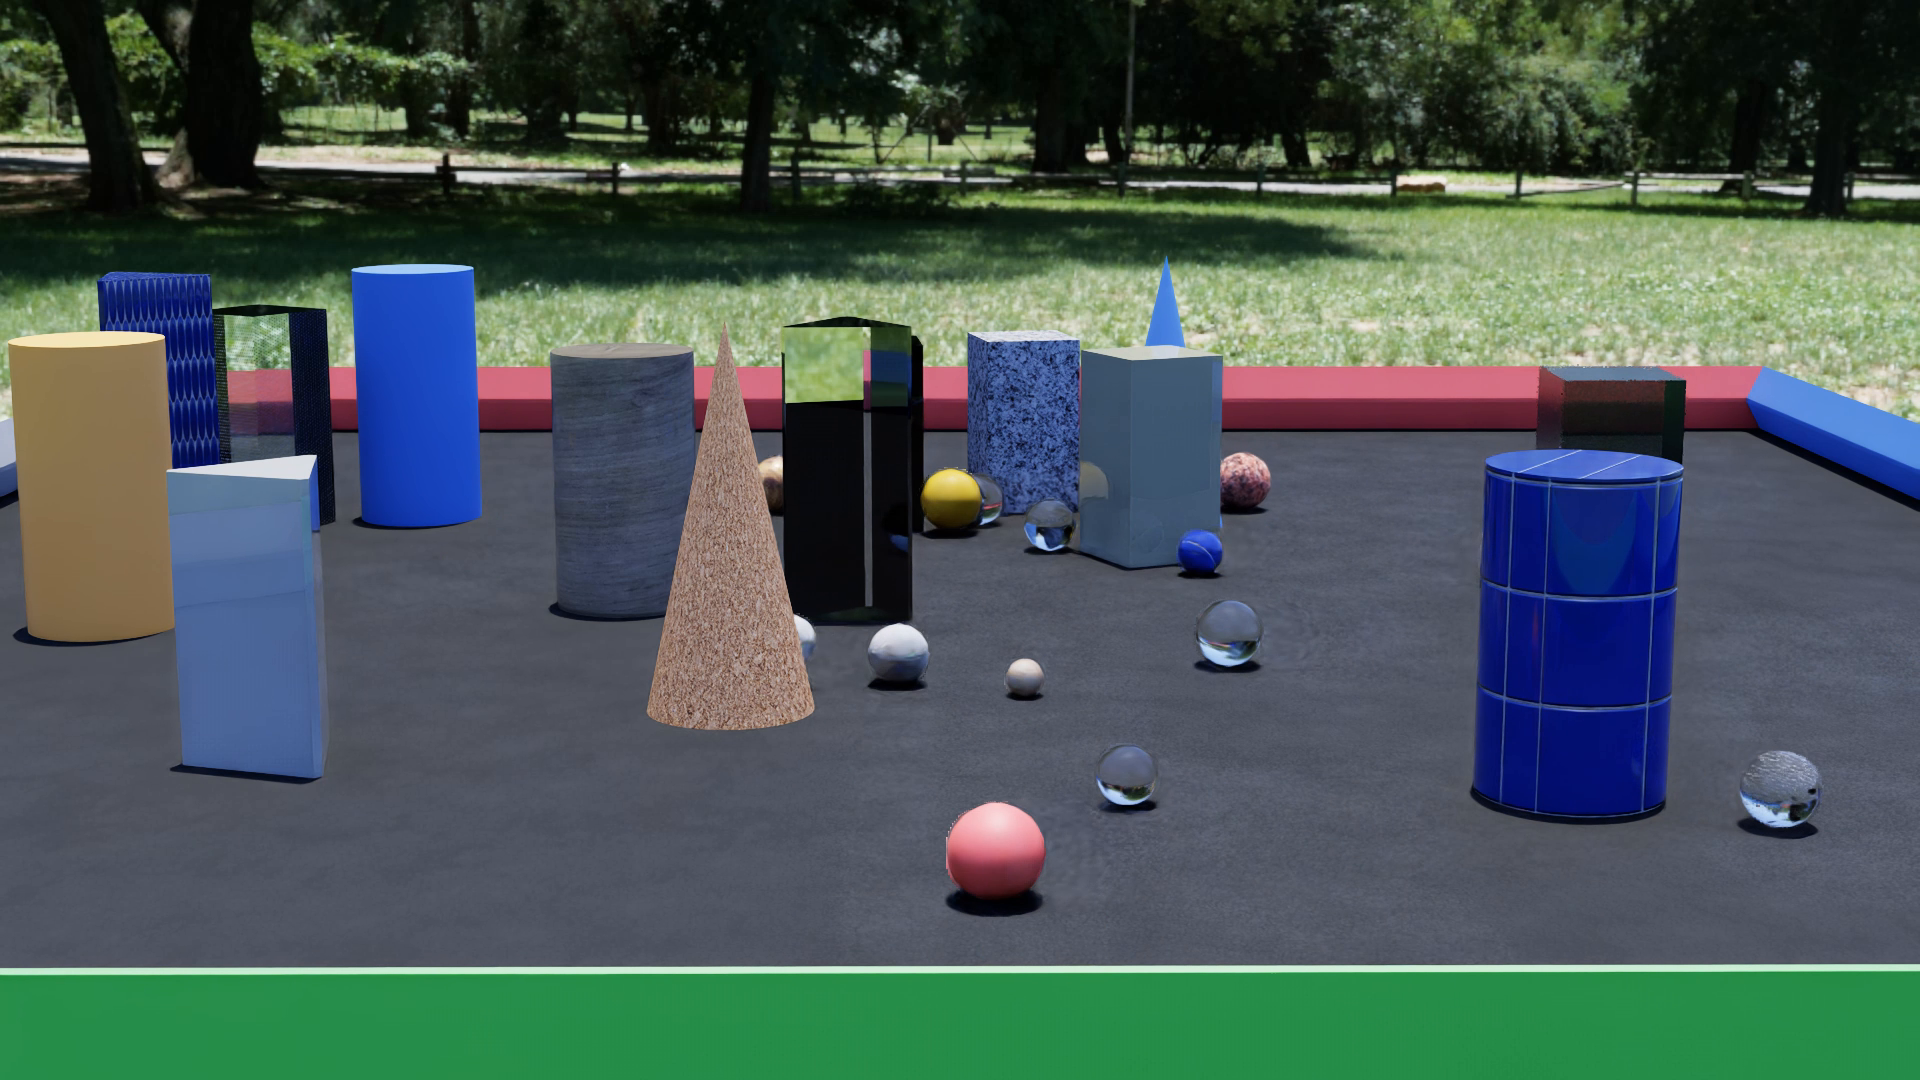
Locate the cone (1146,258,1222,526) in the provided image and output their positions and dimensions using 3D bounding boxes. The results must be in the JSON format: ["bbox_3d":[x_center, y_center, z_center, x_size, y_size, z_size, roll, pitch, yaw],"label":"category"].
[{"bbox_3d":[0.325,-0.238,4.075,0.191,0.428,0.191,0,11,0],"label":"cone"}]

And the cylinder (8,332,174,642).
[{"bbox_3d":[-1.121,-0.073,3.329,0.191,0.376,0.191,0,11,0],"label":"cylinder"}]

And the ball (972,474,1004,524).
[{"bbox_3d":[0.031,-0.064,4.095,0.079,0.079,0.079,0,11,0],"label":"ball"}]

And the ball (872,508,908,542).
[{"bbox_3d":[-0.108,-0.023,3.944,0.053,0.053,0.053,0,11,0],"label":"ball"}]

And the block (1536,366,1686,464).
[{"bbox_3d":[0.842,-0.053,3.348,0.153,0.331,0.153,0,11,1],"label":"block"}]

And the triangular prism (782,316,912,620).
[{"bbox_3d":[-0.150,-0.098,3.430,0.166,0.389,0.144,0,11,-2],"label":"triangular prism"}]

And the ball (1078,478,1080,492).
[{"bbox_3d":[0.239,-0.090,4.204,0.090,0.090,0.090,0,11,0],"label":"ball"}]

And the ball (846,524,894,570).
[{"bbox_3d":[-0.130,0.010,3.722,0.069,0.069,0.069,0,11,0],"label":"ball"}]

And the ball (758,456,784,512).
[{"bbox_3d":[-0.301,-0.091,4.211,0.090,0.090,0.090,0,11,0],"label":"ball"}]

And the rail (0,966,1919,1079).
[{"bbox_3d":[0.010,0.346,1.763,3.253,0.124,0.045,0,11,0],"label":"rail"}]

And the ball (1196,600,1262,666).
[{"bbox_3d":[0.328,0.114,3.134,0.081,0.081,0.081,0,11,0],"label":"ball"}]

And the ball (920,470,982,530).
[{"bbox_3d":[-0.014,-0.063,4.010,0.096,0.096,0.096,0,11,0],"label":"ball"}]

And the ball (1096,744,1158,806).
[{"bbox_3d":[0.166,0.233,2.547,0.061,0.061,0.061,0,11,0],"label":"ball"}]

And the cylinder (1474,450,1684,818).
[{"bbox_3d":[0.618,0.089,2.572,0.191,0.335,0.191,0,11,0],"label":"cylinder"}]

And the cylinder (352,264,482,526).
[{"bbox_3d":[-0.875,-0.236,4.137,0.191,0.401,0.191,0,11,0],"label":"cylinder"}]

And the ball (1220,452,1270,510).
[{"bbox_3d":[0.465,-0.097,4.229,0.094,0.094,0.094,0,11,0],"label":"ball"}]

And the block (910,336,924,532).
[{"bbox_3d":[-0.140,-0.171,4.083,0.153,0.293,0.153,-1,11,-5],"label":"block"}]

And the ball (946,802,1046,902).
[{"bbox_3d":[0.032,0.274,2.254,0.087,0.087,0.087,0,11,0],"label":"ball"}]

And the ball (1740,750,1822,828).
[{"bbox_3d":[0.791,0.240,2.472,0.075,0.075,0.075,0,11,0],"label":"ball"}]

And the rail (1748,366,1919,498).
[{"bbox_3d":[1.603,0.030,3.458,0.045,0.124,3.479,0,11,0],"label":"rail"}]

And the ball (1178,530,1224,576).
[{"bbox_3d":[0.346,0.018,3.692,0.065,0.065,0.065,0,11,0],"label":"ball"}]

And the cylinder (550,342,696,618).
[{"bbox_3d":[-0.453,-0.084,3.474,0.191,0.346,0.191,0,11,0],"label":"cylinder"}]

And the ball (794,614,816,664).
[{"bbox_3d":[-0.200,0.119,3.019,0.063,0.063,0.063,0,11,0],"label":"ball"}]

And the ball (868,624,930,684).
[{"bbox_3d":[-0.073,0.135,3.042,0.072,0.072,0.072,0,11,0],"label":"ball"}]

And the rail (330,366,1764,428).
[{"bbox_3d":[-0.010,-0.282,5.136,3.253,0.124,0.045,0,11,0],"label":"rail"}]

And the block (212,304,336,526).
[{"bbox_3d":[-1.109,-0.193,4.070,0.153,0.342,0.153,7,12,32],"label":"block"}]

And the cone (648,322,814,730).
[{"bbox_3d":[-0.262,-0.026,2.890,0.191,0.445,0.191,0,11,0],"label":"cone"}]

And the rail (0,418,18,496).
[{"bbox_3d":[-1.603,0.034,3.440,0.045,0.124,3.479,0,11,0],"label":"rail"}]

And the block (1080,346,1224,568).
[{"bbox_3d":[0.283,-0.127,3.817,0.153,0.305,0.153,-5,12,-25],"label":"block"}]

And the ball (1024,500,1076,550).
[{"bbox_3d":[0.136,-0.023,3.876,0.078,0.078,0.078,0,11,0],"label":"ball"}]

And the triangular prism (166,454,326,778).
[{"bbox_3d":[-0.717,0.075,2.713,0.166,0.312,0.144,4,11,19],"label":"triangular prism"}]

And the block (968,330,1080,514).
[{"bbox_3d":[0.104,-0.197,4.253,0.153,0.283,0.153,-2,11,-12],"label":"block"}]

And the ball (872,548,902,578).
[{"bbox_3d":[-0.105,0.033,3.676,0.042,0.042,0.042,0,11,0],"label":"ball"}]

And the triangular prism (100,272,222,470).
[{"bbox_3d":[-1.182,-0.170,3.712,0.166,0.427,0.144,-9,14,-41],"label":"triangular prism"}]

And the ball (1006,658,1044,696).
[{"bbox_3d":[0.076,0.160,2.986,0.044,0.044,0.044,0,11,0],"label":"ball"}]
